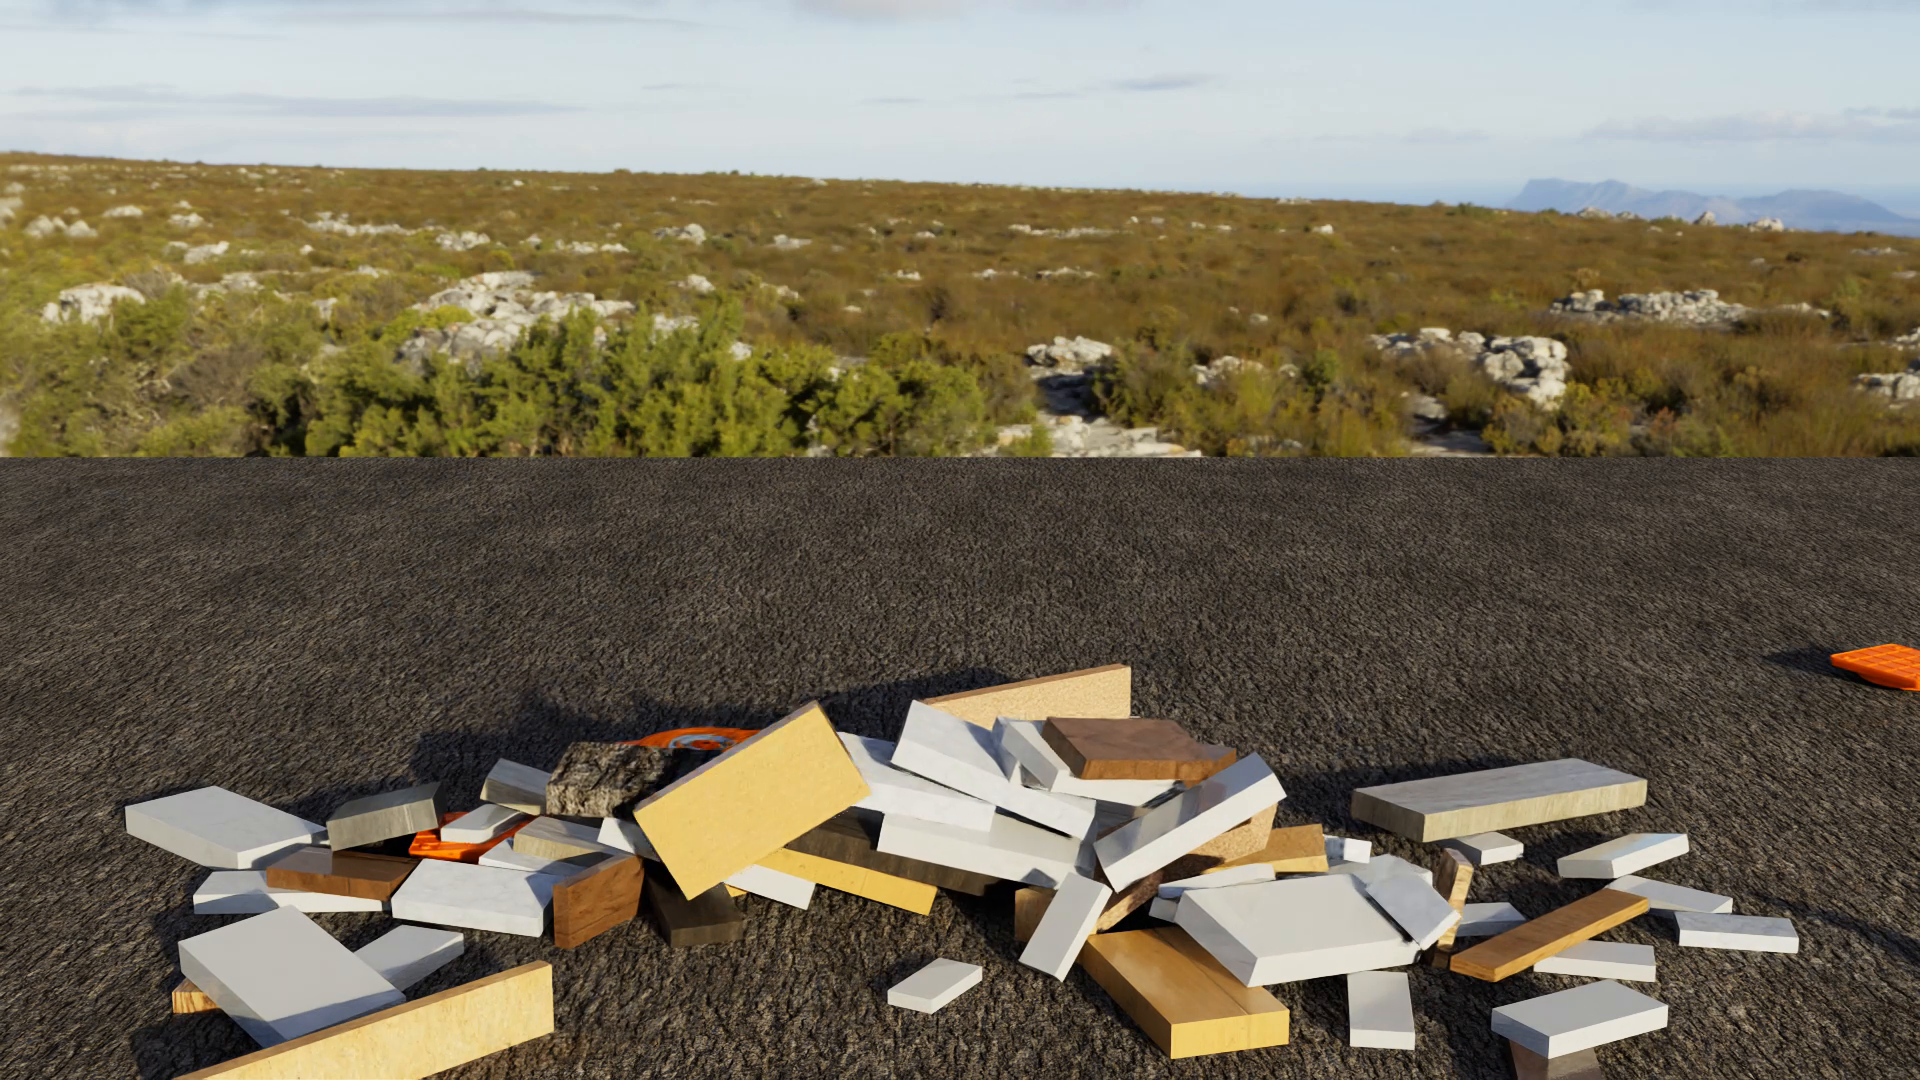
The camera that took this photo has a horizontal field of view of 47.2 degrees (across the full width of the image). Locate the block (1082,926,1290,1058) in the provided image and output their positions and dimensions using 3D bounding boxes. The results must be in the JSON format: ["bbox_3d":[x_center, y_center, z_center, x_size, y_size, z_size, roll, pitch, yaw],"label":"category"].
[{"bbox_3d":[0.322,0.652,3.201,0.176,0.050,0.352,-3,11,-17],"label":"block"}]

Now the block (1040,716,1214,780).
[{"bbox_3d":[0.267,0.332,3.499,0.252,0.036,0.126,4,26,-33],"label":"block"}]

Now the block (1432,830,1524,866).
[{"bbox_3d":[0.905,0.532,3.909,0.091,0.026,0.182,-5,12,-25],"label":"block"}]

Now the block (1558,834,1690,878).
[{"bbox_3d":[1.139,0.541,3.774,0.221,0.031,0.110,-9,0,-39],"label":"block"}]

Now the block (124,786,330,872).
[{"bbox_3d":[-1.307,0.518,3.917,0.388,0.050,0.176,9,14,41],"label":"block"}]

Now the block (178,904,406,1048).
[{"bbox_3d":[-0.956,0.634,3.142,0.176,0.050,0.353,-16,25,-39],"label":"block"}]

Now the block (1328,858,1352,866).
[{"bbox_3d":[0.637,0.565,3.761,0.111,0.016,0.055,-7,12,-32],"label":"block"}]

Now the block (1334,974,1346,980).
[{"bbox_3d":[0.529,0.605,3.350,0.182,0.026,0.091,25,22,20],"label":"block"}]

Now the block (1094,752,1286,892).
[{"bbox_3d":[0.358,0.442,3.460,0.301,0.043,0.151,-30,8,1],"label":"block"}]

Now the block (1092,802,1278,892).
[{"bbox_3d":[0.345,0.489,3.560,0.344,0.049,0.172,-25,15,26],"label":"block"}]

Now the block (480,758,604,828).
[{"bbox_3d":[-0.708,0.470,3.950,0.282,0.040,0.141,18,8,-5],"label":"block"}]

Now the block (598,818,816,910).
[{"bbox_3d":[-0.403,0.494,3.636,0.356,0.050,0.178,18,18,-1],"label":"block"}]

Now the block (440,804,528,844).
[{"bbox_3d":[-0.832,0.496,3.850,0.082,0.023,0.164,2,8,15],"label":"block"}]

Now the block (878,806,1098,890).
[{"bbox_3d":[0.048,0.480,3.563,0.344,0.049,0.172,12,19,1],"label":"block"}]

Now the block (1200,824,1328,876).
[{"bbox_3d":[0.485,0.504,3.528,0.201,0.028,0.100,-8,21,8],"label":"block"}]

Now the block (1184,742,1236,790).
[{"bbox_3d":[0.434,0.454,4.322,0.100,0.028,0.319,6,12,29],"label":"block"}]

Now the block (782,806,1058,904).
[{"bbox_3d":[-0.062,0.498,3.614,0.456,0.049,0.172,15,19,-7],"label":"block"}]

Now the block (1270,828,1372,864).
[{"bbox_3d":[0.552,0.506,3.707,0.252,0.036,0.126,9,-7,-4],"label":"block"}]

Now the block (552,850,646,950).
[{"bbox_3d":[-0.573,0.570,3.503,0.028,0.100,0.201,5,12,27],"label":"block"}]

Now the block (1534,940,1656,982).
[{"bbox_3d":[0.965,0.637,3.348,0.175,0.025,0.088,3,11,14],"label":"block"}]

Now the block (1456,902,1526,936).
[{"bbox_3d":[0.811,0.607,3.514,0.164,0.023,0.082,-1,11,-6],"label":"block"}]

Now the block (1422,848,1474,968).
[{"bbox_3d":[0.742,0.563,3.365,0.023,0.164,0.082,12,9,-6],"label":"block"}]

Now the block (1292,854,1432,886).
[{"bbox_3d":[0.670,0.573,3.678,0.217,0.031,0.108,-6,12,-31],"label":"block"}]

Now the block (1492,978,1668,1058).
[{"bbox_3d":[0.856,0.660,3.037,0.221,0.031,0.110,-6,12,-29],"label":"block"}]

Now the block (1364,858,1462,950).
[{"bbox_3d":[0.683,0.548,3.320,0.074,0.021,0.148,-43,34,0],"label":"block"}]

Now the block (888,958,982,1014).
[{"bbox_3d":[-0.036,0.657,3.248,0.074,0.021,0.148,6,12,29],"label":"block"}]

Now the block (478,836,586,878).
[{"bbox_3d":[-0.661,0.553,3.659,0.248,0.035,0.124,11,10,10],"label":"block"}]

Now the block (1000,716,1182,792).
[{"bbox_3d":[0.220,0.342,3.541,0.282,0.040,0.141,1,27,-38],"label":"block"}]

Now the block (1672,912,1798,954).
[{"bbox_3d":[1.218,0.616,3.459,0.175,0.025,0.088,2,11,11],"label":"block"}]

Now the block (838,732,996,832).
[{"bbox_3d":[-0.109,0.386,3.583,0.332,0.047,0.166,12,19,-3],"label":"block"}]

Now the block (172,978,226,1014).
[{"bbox_3d":[-1.078,0.647,3.278,0.111,0.031,0.221,0,11,0],"label":"block"}]

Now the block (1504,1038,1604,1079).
[{"bbox_3d":[0.797,0.708,2.949,0.110,0.031,0.220,2,11,8],"label":"block"}]

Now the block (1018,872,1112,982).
[{"bbox_3d":[0.160,0.585,3.332,0.079,0.158,0.022,12,-26,47],"label":"block"}]

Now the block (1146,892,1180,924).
[{"bbox_3d":[0.397,0.585,3.417,0.217,0.031,0.108,17,5,-1],"label":"block"}]

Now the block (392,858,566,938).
[{"bbox_3d":[-0.772,0.575,3.541,0.248,0.035,0.124,6,24,11],"label":"block"}]

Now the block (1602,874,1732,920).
[{"bbox_3d":[1.157,0.590,3.599,0.182,0.026,0.091,9,14,40],"label":"block"}]

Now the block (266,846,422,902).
[{"bbox_3d":[-1.008,0.549,3.621,0.230,0.033,0.115,3,11,17],"label":"block"}]

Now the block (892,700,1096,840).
[{"bbox_3d":[0.059,0.372,3.583,0.332,0.047,0.166,22,18,-2],"label":"block"}]

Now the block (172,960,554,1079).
[{"bbox_3d":[-0.778,0.681,2.908,0.028,0.099,0.563,10,14,43],"label":"block"}]

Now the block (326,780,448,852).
[{"bbox_3d":[-0.999,0.480,3.852,0.176,0.050,0.353,-12,1,-11],"label":"block"}]

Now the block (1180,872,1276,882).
[{"bbox_3d":[0.417,0.527,3.582,0.201,0.028,0.100,-4,22,17],"label":"block"}]

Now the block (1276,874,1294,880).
[{"bbox_3d":[0.445,0.541,3.613,0.201,0.028,0.100,-2,23,23],"label":"block"}]

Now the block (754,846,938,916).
[{"bbox_3d":[-0.212,0.505,3.628,0.356,0.050,0.178,17,18,-4],"label":"block"}]

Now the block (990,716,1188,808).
[{"bbox_3d":[0.210,0.367,3.594,0.301,0.043,0.151,12,20,-17],"label":"block"}]

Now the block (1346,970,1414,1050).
[{"bbox_3d":[0.602,0.672,3.157,0.088,0.025,0.224,2,11,8],"label":"block"}]

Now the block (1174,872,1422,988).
[{"bbox_3d":[0.512,0.579,3.287,0.352,0.050,0.176,1,24,-36],"label":"block"}]

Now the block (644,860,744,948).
[{"bbox_3d":[-0.434,0.578,3.537,0.115,0.033,0.230,-4,21,-20],"label":"block"}]

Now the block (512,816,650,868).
[{"bbox_3d":[-0.626,0.516,3.702,0.221,0.031,0.111,11,10,10],"label":"block"}]

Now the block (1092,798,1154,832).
[{"bbox_3d":[0.313,0.514,3.826,0.302,0.043,0.151,9,25,23],"label":"block"}]

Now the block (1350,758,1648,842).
[{"bbox_3d":[0.999,0.475,4.051,0.600,0.050,0.176,-3,11,-35],"label":"block"}]

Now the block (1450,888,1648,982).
[{"bbox_3d":[0.915,0.605,3.391,0.074,0.021,0.477,8,12,43],"label":"block"}]

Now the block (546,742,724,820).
[{"bbox_3d":[-0.479,0.399,3.600,0.356,0.050,0.178,4,18,3],"label":"block"}]

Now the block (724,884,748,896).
[{"bbox_3d":[-0.433,0.554,3.764,0.124,0.035,0.247,-8,13,-38],"label":"block"}]

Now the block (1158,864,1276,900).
[{"bbox_3d":[0.388,0.517,3.320,0.158,0.022,0.079,-17,-16,23],"label":"block"}]

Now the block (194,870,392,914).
[{"bbox_3d":[-0.990,0.579,3.640,0.513,0.033,0.115,-1,11,-3],"label":"block"}]

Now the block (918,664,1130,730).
[{"bbox_3d":[0.138,0.362,4.511,0.522,0.141,0.040,-8,13,-36],"label":"block"}]

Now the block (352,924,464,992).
[{"bbox_3d":[-0.862,0.641,3.309,0.111,0.031,0.244,4,11,20],"label":"block"}]

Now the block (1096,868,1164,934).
[{"bbox_3d":[0.244,0.570,3.426,0.164,0.023,0.082,-40,4,16],"label":"block"}]

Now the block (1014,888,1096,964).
[{"bbox_3d":[0.147,0.599,3.406,0.022,0.079,0.157,-8,13,-41],"label":"block"}]

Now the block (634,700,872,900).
[{"bbox_3d":[-0.326,0.408,3.454,0.332,0.166,0.047,-30,12,0],"label":"block"}]
